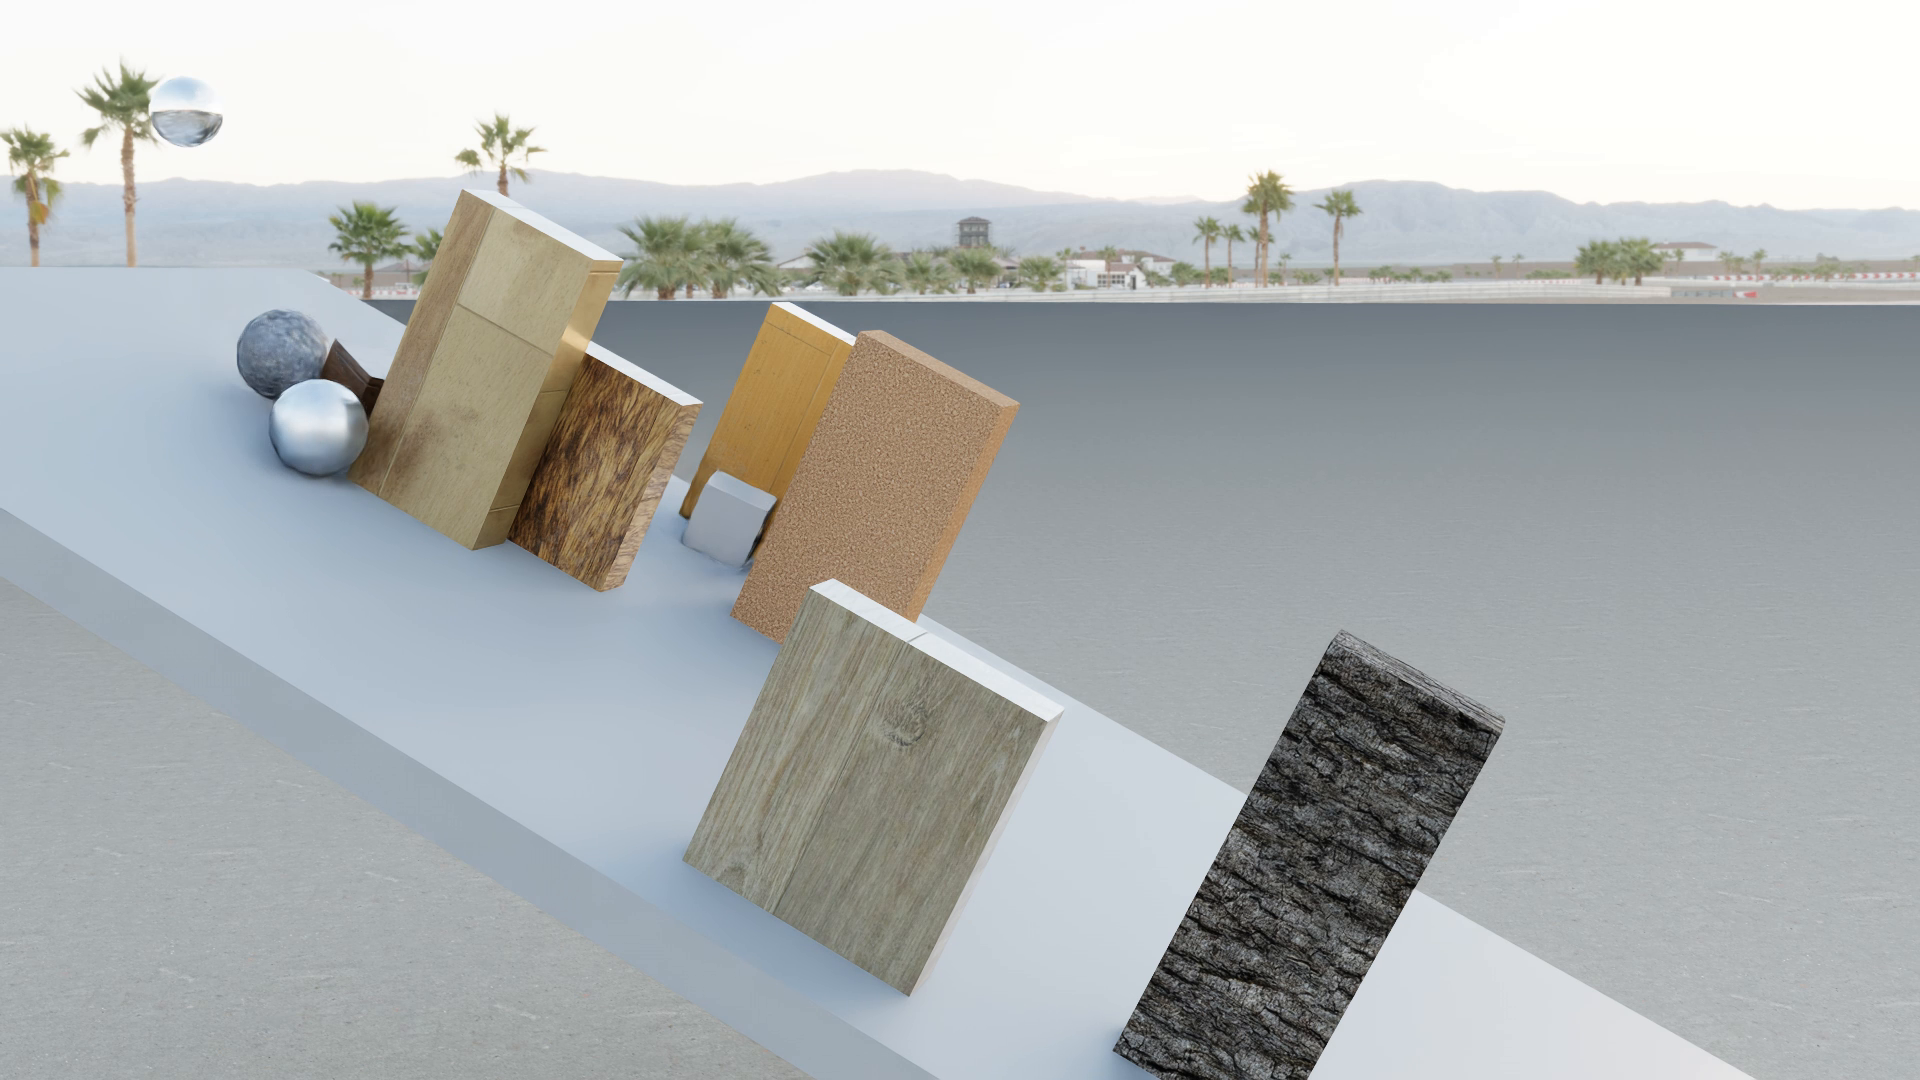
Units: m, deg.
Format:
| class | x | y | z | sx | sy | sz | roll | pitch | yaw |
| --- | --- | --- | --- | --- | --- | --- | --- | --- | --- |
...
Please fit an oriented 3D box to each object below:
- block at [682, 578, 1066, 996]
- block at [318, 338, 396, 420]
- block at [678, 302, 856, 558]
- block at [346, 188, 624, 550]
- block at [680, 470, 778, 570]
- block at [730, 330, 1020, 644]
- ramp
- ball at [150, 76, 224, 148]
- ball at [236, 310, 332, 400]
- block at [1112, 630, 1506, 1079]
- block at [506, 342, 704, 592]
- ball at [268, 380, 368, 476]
| class | x | y | z | sx | sy | sz | roll | pitch | yaw |
| --- | --- | --- | --- | --- | --- | --- | --- | --- | --- |
| block | -0.134 | 0.369 | 3.309 | 0.407 | 0.479 | 0.103 | 29 | 14 | 12 |
| block | -1.168 | -0.262 | 4.415 | 0.191 | 0.191 | 0.191 | 13 | 19 | -43 |
| block | -0.371 | -0.220 | 4.956 | 0.335 | 0.534 | 0.104 | 29 | 14 | 12 |
| block | -0.912 | -0.325 | 4.211 | 0.301 | 0.613 | 0.125 | 29 | 14 | 12 |
| block | -0.511 | -0.044 | 4.870 | 0.148 | 0.148 | 0.148 | 25 | 14 | -2 |
| block | -0.175 | -0.059 | 4.466 | 0.331 | 0.650 | 0.131 | 29 | 14 | 12 |
| ramp | -0.247 | 0.416 | 4.161 | 4.000 | 0.100 | 2.000 | 29 | 14 | 12 |
| ball | -1.404 | -0.777 | 3.991 | 0.128 | 0.128 | 0.128 | 0 | 7 | 0 |
| ball | -1.364 | -0.373 | 4.437 | 0.185 | 0.185 | 0.185 | 0 | 7 | 0 |
| block | 0.528 | 0.529 | 3.357 | 0.277 | 0.735 | 0.123 | 29 | 14 | 12 |
| block | -0.720 | -0.148 | 4.324 | 0.276 | 0.411 | 0.099 | 29 | 14 | 12 |
| ball | -1.215 | -0.214 | 4.168 | 0.182 | 0.182 | 0.182 | 0 | 7 | 0 |
